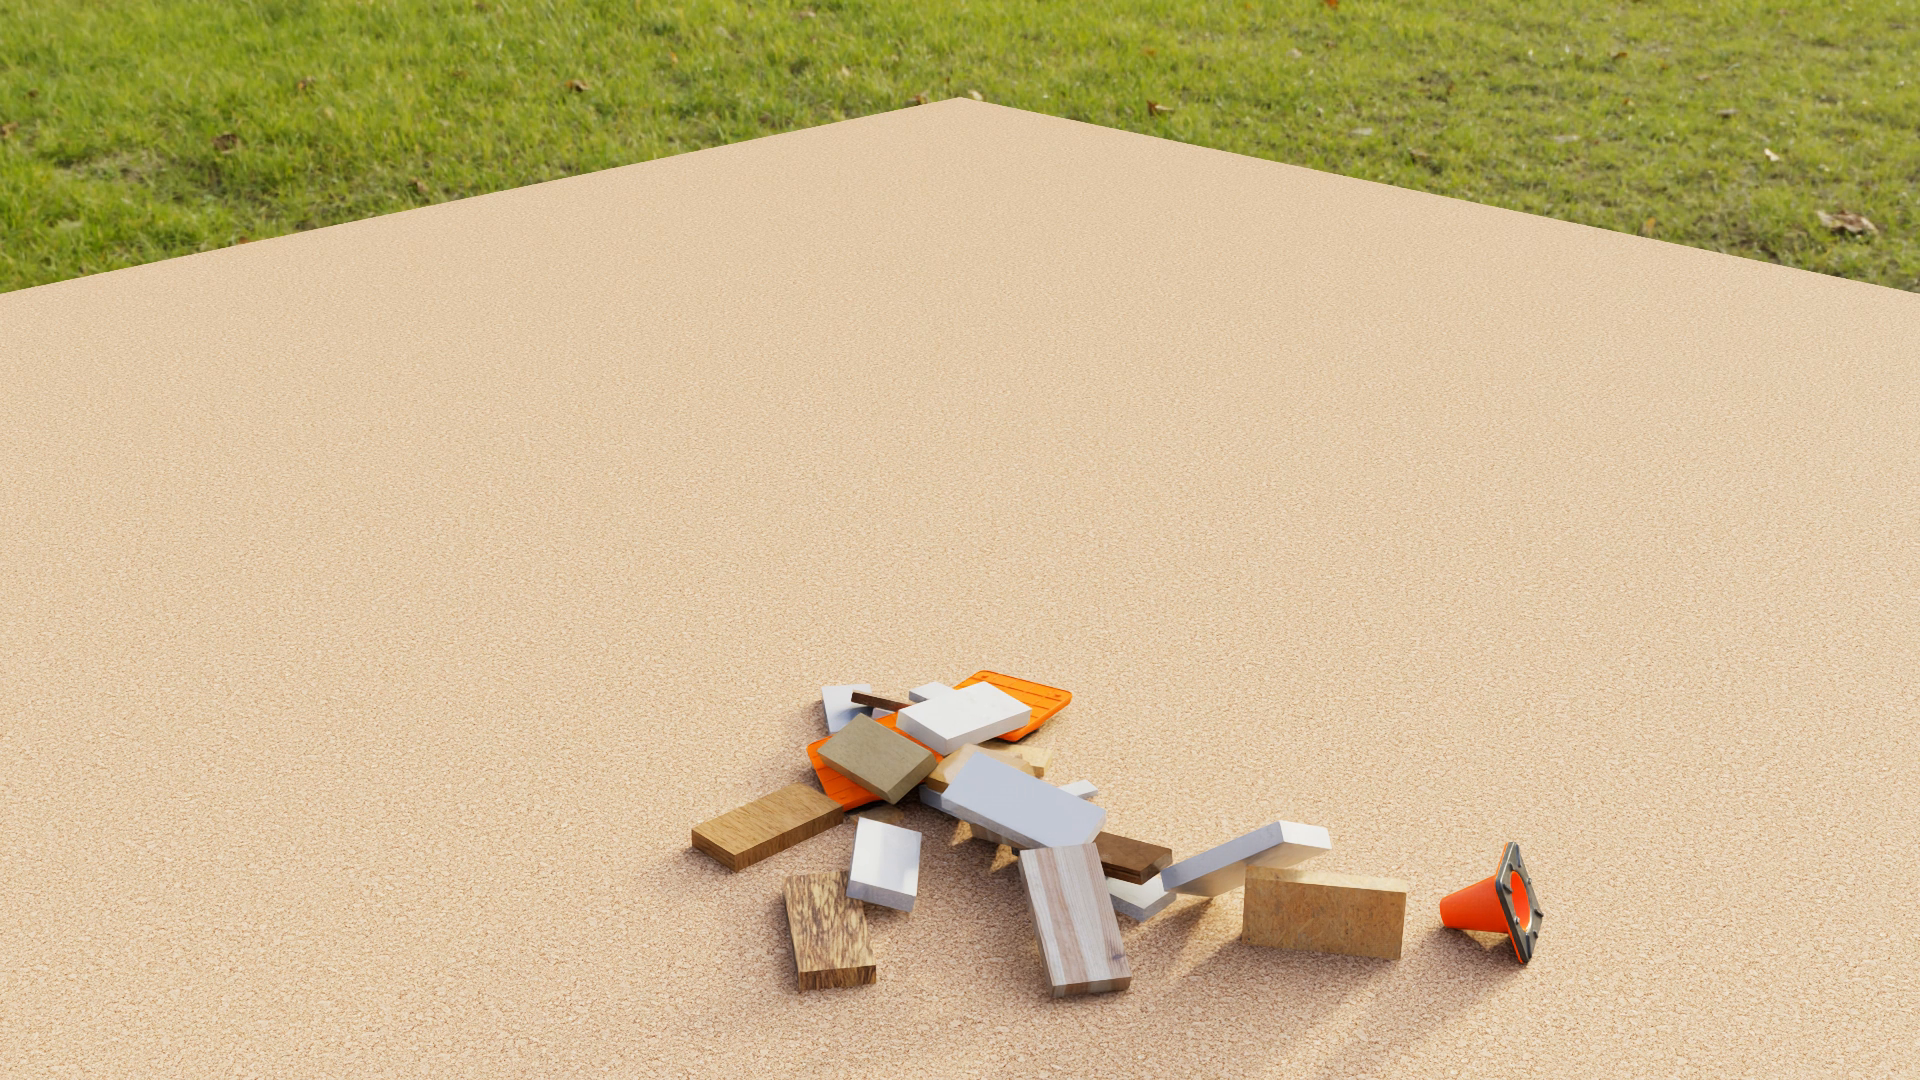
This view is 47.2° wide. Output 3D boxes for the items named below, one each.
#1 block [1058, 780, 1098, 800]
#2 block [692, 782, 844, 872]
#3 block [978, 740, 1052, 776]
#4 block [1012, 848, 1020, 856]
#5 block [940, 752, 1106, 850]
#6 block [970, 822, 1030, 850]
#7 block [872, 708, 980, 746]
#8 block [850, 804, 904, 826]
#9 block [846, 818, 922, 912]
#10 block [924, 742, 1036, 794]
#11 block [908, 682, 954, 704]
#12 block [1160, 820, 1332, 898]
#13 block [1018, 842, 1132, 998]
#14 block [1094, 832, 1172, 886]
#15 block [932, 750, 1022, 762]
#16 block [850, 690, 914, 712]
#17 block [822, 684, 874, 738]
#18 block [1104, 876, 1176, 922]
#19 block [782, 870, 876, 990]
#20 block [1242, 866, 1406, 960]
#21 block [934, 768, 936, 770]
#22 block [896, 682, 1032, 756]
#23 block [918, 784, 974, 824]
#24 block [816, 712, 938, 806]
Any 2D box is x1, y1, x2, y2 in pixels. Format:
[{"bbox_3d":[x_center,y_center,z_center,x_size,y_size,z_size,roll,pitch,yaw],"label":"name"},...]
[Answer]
[{"bbox_3d":[0.231,0.520,4.519,0.096,0.014,0.048,-12,26,-26],"label":"block"},{"bbox_3d":[-0.382,0.568,4.373,0.275,0.039,0.138,-20,30,-39],"label":"block"},{"bbox_3d":[0.110,0.461,4.646,0.158,0.022,0.079,6,24,15],"label":"block"},{"bbox_3d":[0.207,0.601,4.238,0.103,0.029,0.206,-21,23,-39],"label":"block"},{"bbox_3d":[0.121,0.511,4.179,0.291,0.036,0.126,22,52,24],"label":"block"},{"bbox_3d":[0.128,0.556,4.291,0.120,0.034,0.239,-20,10,-27],"label":"block"},{"bbox_3d":[-0.070,0.403,4.712,0.218,0.031,0.109,12,-1,27],"label":"block"},{"bbox_3d":[-0.167,0.559,4.426,0.096,0.014,0.048,-14,27,-30],"label":"block"},{"bbox_3d":[-0.144,0.618,4.200,0.126,0.036,0.253,15,20,-4],"label":"block"},{"bbox_3d":[0.035,0.467,4.364,0.120,0.034,0.239,-33,20,-24],"label":"block"},{"bbox_3d":[-0.029,0.351,4.784,0.079,0.022,0.157,-16,26,-41],"label":"block"},{"bbox_3d":[0.523,0.588,4.038,0.143,0.041,0.286,15,-35,-43],"label":"block"},{"bbox_3d":[0.204,0.681,3.956,0.143,0.041,0.286,-5,48,-11],"label":"block"},{"bbox_3d":[0.285,0.594,4.139,0.206,0.029,0.103,9,23,39],"label":"block"},{"bbox_3d":[0.016,0.463,4.549,0.109,0.031,0.218,-17,13,-42],"label":"block"},{"bbox_3d":[-0.159,0.356,4.791,0.157,0.022,0.079,13,0,-3],"label":"block"},{"bbox_3d":[-0.240,0.381,4.824,0.109,0.031,0.218,-3,23,-8],"label":"block"},{"bbox_3d":[0.298,0.655,4.179,0.206,0.029,0.103,19,30,38],"label":"block"},{"bbox_3d":[-0.243,0.712,4.032,0.138,0.039,0.321,-4,23,-9],"label":"block"},{"bbox_3d":[0.658,0.675,3.985,0.286,0.143,0.041,4,25,9],"label":"block"},{"bbox_3d":[-0.099,0.464,4.452,0.096,0.014,0.048,-25,33,1],"label":"block"},{"bbox_3d":[0.010,0.373,4.626,0.138,0.039,0.275,28,27,34],"label":"block"},{"bbox_3d":[0.022,0.517,4.413,0.120,0.034,0.239,-12,9,-24],"label":"block"},{"bbox_3d":[-0.170,0.444,4.482,0.126,0.036,0.253,-40,36,-21],"label":"block"}]
